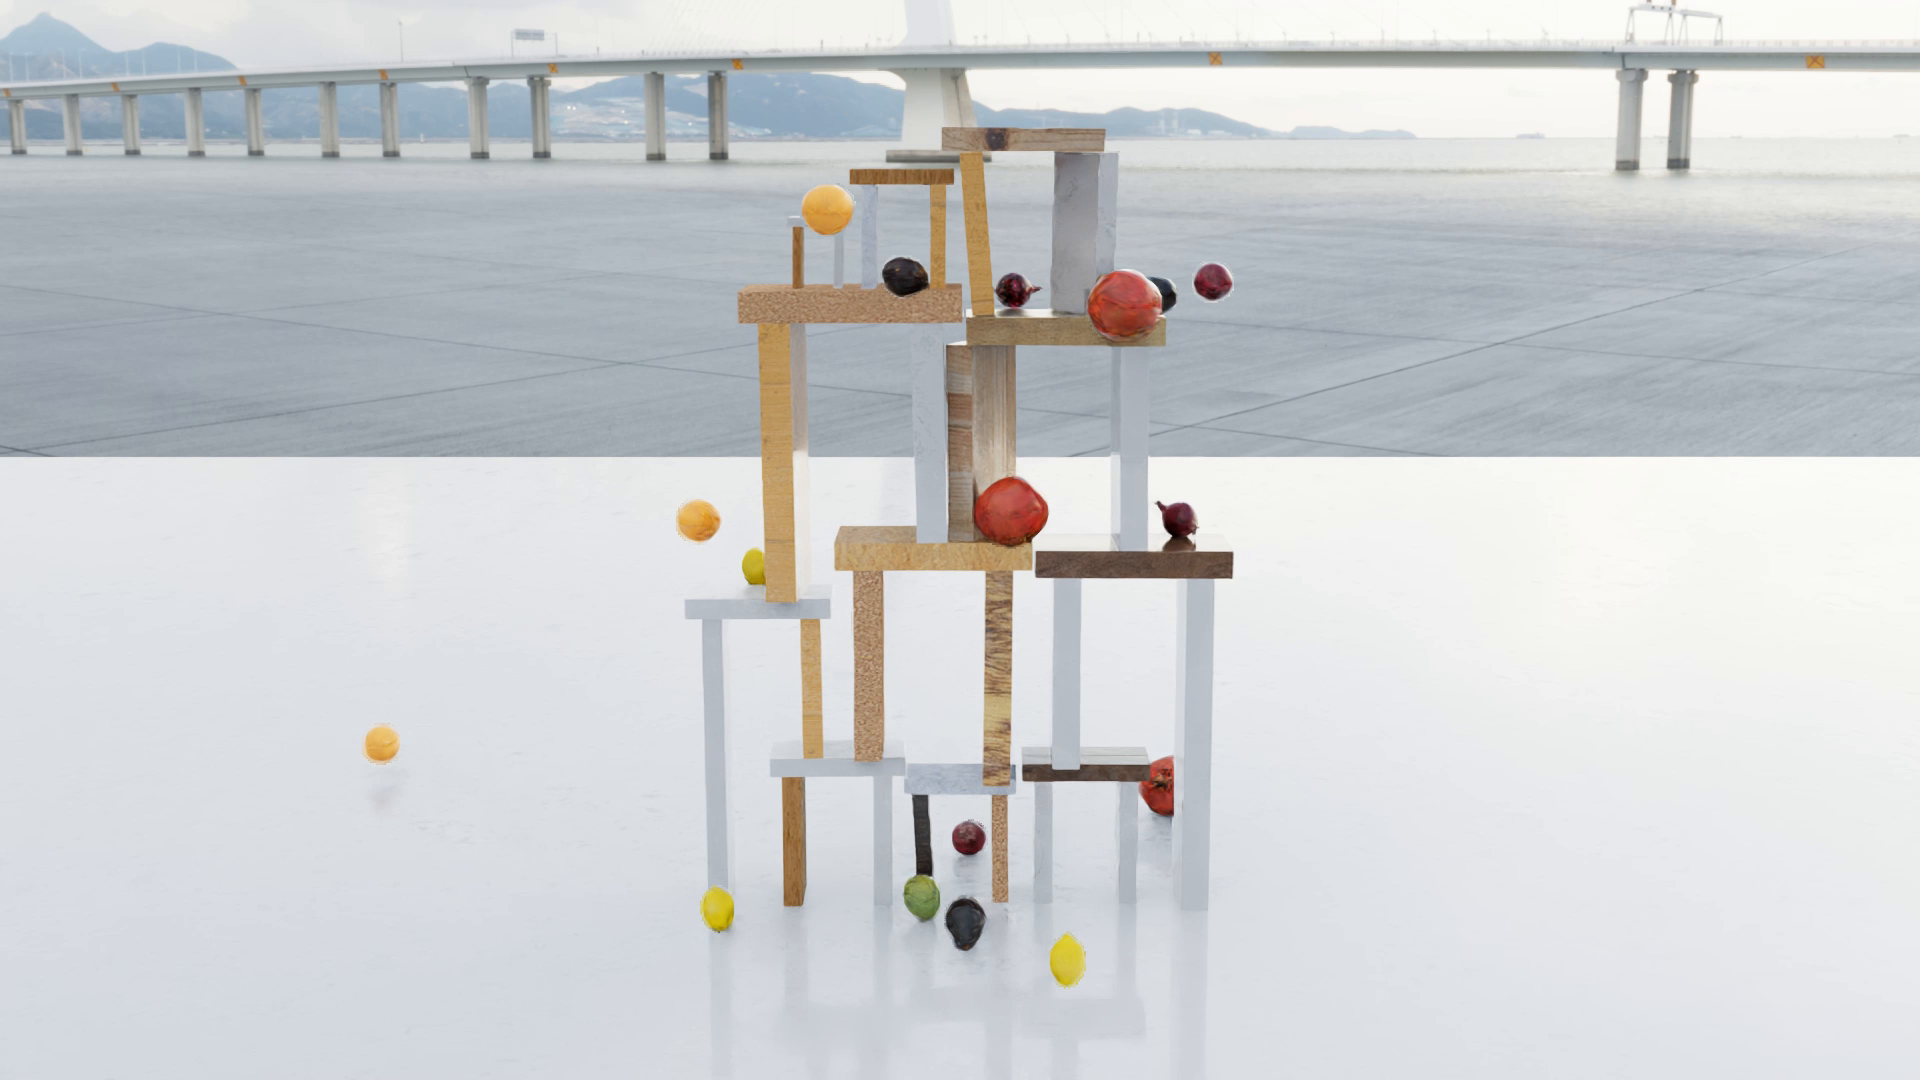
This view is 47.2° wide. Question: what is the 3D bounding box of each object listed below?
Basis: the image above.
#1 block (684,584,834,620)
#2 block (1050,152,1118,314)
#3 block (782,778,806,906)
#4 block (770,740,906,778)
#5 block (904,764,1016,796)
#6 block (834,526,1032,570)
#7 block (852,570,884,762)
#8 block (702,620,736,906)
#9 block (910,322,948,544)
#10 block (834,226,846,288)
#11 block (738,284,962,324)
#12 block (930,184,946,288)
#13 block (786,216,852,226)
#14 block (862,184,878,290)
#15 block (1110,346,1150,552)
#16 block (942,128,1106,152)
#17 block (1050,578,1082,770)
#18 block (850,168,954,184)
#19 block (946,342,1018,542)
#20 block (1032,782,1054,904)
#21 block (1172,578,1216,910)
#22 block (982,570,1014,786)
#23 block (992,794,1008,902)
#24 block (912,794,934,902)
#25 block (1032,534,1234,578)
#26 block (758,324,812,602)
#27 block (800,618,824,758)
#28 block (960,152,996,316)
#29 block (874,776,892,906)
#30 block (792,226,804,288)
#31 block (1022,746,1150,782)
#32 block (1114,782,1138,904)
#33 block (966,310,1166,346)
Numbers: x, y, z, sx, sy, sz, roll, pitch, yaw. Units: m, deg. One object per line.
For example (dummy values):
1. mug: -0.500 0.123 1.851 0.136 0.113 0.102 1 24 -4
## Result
1. block: -0.324 0.100 3.569 0.233 0.033 0.117 0 10 -1
2. block: 0.196 -0.489 3.495 0.036 0.252 0.126 -4 11 -31
3. block: -0.274 0.483 3.645 0.031 0.220 0.110 0 11 0
4. block: -0.200 0.359 3.623 0.220 0.031 0.110 0 11 -2
5. block: 0.001 0.395 3.636 0.184 0.026 0.092 0 10 0
6. block: -0.042 0.012 3.561 0.314 0.044 0.157 0 10 0
7. block: -0.148 0.189 3.596 0.044 0.314 0.157 0 10 0
8. block: -0.397 0.352 3.626 0.033 0.484 0.117 0 11 0
9. block: -0.048 -0.182 3.531 0.049 0.347 0.174 -1 10 1
10. block: -0.190 -0.448 3.475 0.014 0.097 0.049 2 11 0
11. block: -0.170 -0.376 3.491 0.347 0.049 0.174 0 11 0
12. block: -0.035 -0.481 3.471 0.023 0.162 0.081 0 11 -1
13. block: -0.222 -0.502 3.465 0.097 0.014 0.049 0 11 2
14. block: -0.143 -0.481 3.474 0.023 0.162 0.081 0 11 -2
15. block: 0.272 -0.156 3.530 0.044 0.325 0.156 -1 10 -2
16. block: 0.099 -0.627 3.445 0.252 0.036 0.126 1 11 2
17. block: 0.172 0.202 3.598 0.044 0.314 0.157 0 10 1
18. block: -0.090 -0.571 3.453 0.162 0.023 0.081 0 11 0
19. block: 0.036 -0.165 3.537 0.044 0.311 0.156 4 11 27
20. block: 0.137 0.487 3.654 0.029 0.208 0.104 0 10 0
21. block: 0.383 0.319 3.618 0.044 0.551 0.157 0 10 0
22. block: 0.061 0.209 3.597 0.044 0.355 0.157 1 10 0
23. block: 0.066 0.499 3.656 0.026 0.184 0.092 -1 10 0
24. block: -0.060 0.498 3.656 0.026 0.184 0.092 -3 10 1
25. block: 0.277 0.025 3.565 0.314 0.044 0.157 0 10 0
26. block: -0.279 -0.133 3.525 0.049 0.440 0.174 0 10 4
27. block: -0.243 0.229 3.600 0.033 0.233 0.117 -1 11 -4
28. block: 0.027 -0.487 3.478 0.036 0.252 0.126 -5 11 1
29. block: -0.127 0.482 3.649 0.031 0.220 0.110 0 11 -1
30. block: -0.255 -0.447 3.475 0.014 0.097 0.049 1 11 1
31. block: 0.206 0.370 3.633 0.208 0.029 0.104 0 10 0
32. block: 0.276 0.487 3.654 0.029 0.208 0.104 0 11 0
33. block: 0.166 -0.338 3.498 0.311 0.044 0.156 0 11 0
